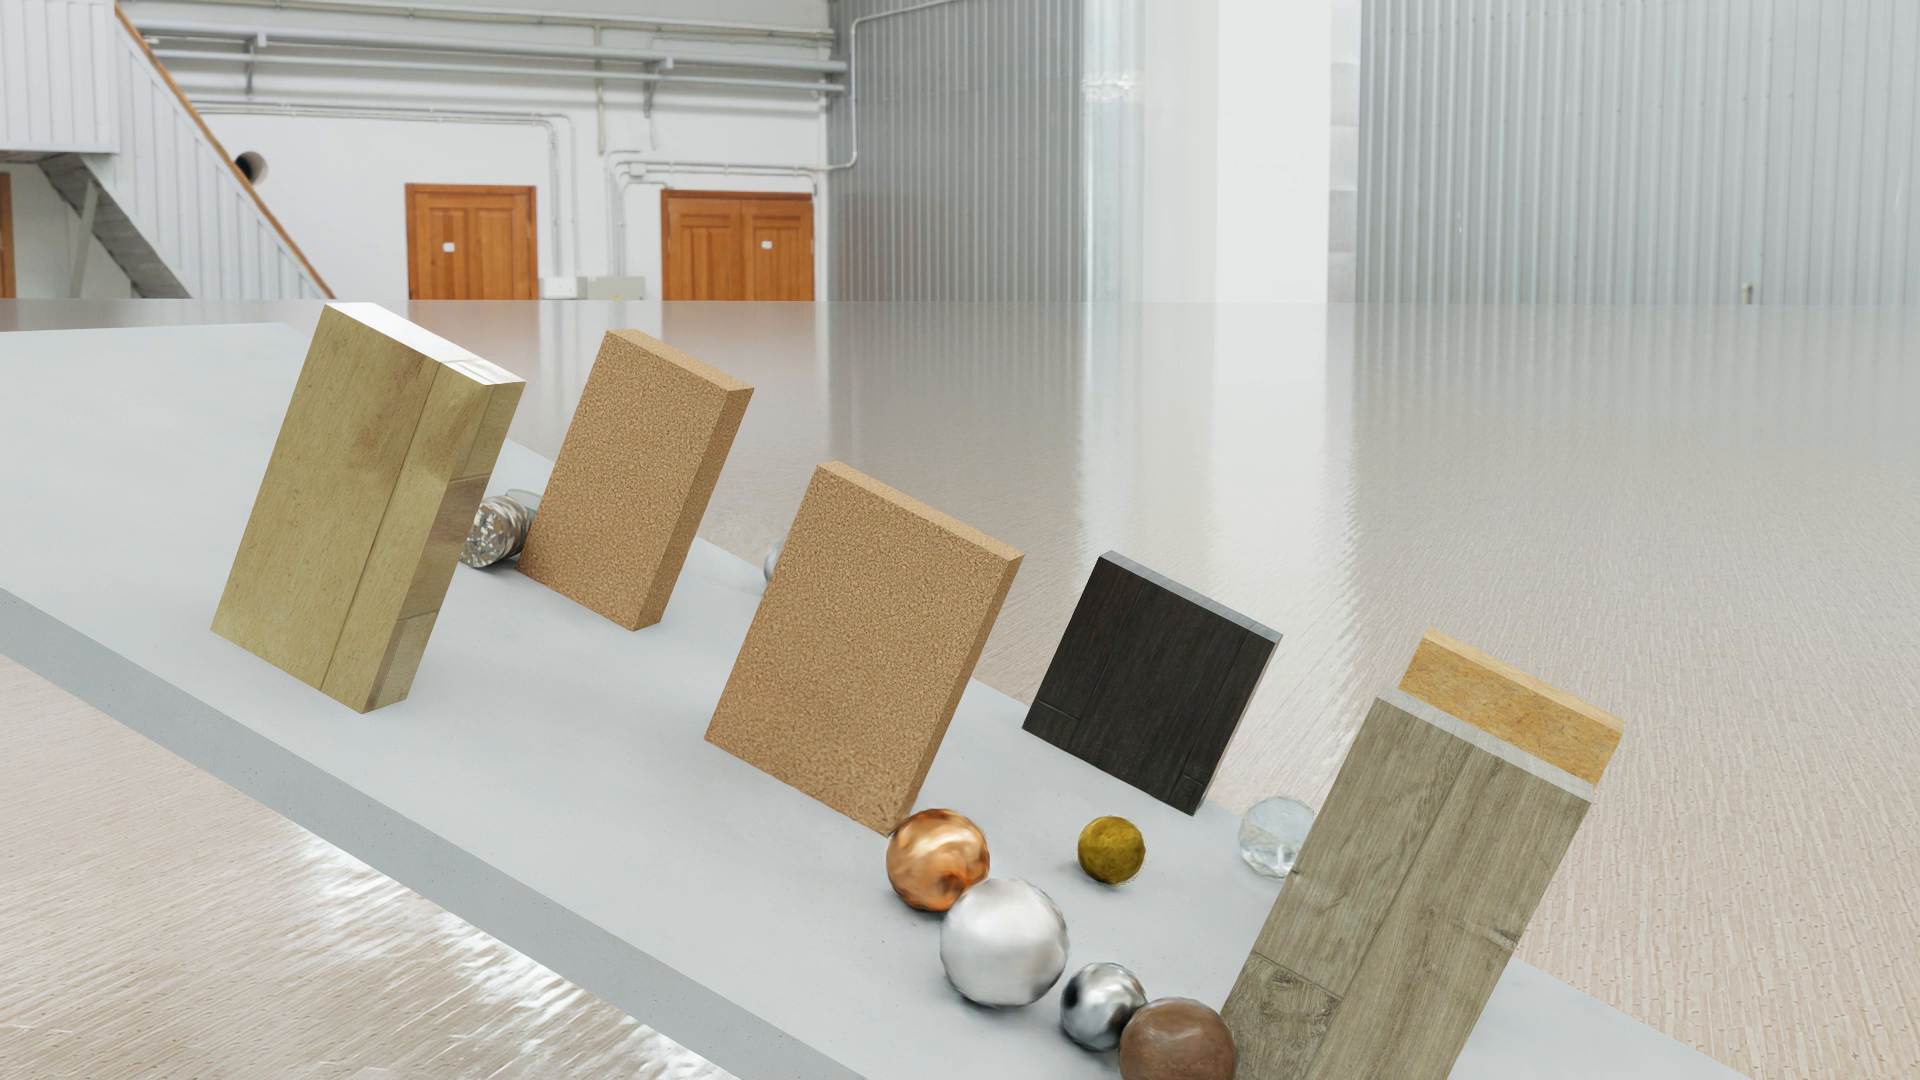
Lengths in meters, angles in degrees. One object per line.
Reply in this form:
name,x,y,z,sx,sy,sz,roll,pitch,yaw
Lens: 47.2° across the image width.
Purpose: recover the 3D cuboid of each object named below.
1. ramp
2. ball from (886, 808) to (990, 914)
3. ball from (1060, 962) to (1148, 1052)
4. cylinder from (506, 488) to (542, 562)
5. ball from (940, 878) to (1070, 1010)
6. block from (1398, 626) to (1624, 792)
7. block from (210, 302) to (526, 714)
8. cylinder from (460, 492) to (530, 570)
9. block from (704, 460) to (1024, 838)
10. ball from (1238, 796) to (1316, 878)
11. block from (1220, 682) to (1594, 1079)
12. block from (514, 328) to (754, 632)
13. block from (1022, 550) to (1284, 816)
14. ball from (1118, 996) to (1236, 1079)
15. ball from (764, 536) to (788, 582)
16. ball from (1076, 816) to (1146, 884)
ramp,-0.279,0.482,4.179,4.000,0.100,2.000,27,13,13
ball,-0.037,0.545,3.736,0.177,0.177,0.177,0,7,0
ball,0.228,0.742,3.496,0.140,0.140,0.140,0,7,0
cylinder,-0.915,-0.029,4.614,0.118,0.118,0.118,22,13,-6
ball,0.070,0.639,3.486,0.206,0.206,0.206,0,7,0
block,0.930,0.564,4.216,0.400,0.678,0.134,27,13,13
block,-0.969,-0.054,3.591,0.308,0.587,0.136,27,13,13
cylinder,-0.958,-0.019,4.476,0.130,0.130,0.130,1,16,9
block,-0.179,0.197,4.011,0.393,0.563,0.104,27,13,13
ball,0.674,0.627,4.643,0.171,0.171,0.171,0,7,0
block,0.661,0.626,3.432,0.349,0.715,0.122,27,13,13
block,-0.666,-0.124,4.490,0.289,0.538,0.132,27,13,13
block,0.423,0.314,4.867,0.427,0.433,0.115,27,13,13
ball,0.334,0.794,3.384,0.181,0.181,0.181,0,7,0
ball,-0.378,0.065,5.089,0.153,0.153,0.153,0,7,0
ball,0.289,0.593,4.208,0.131,0.131,0.131,0,7,0
